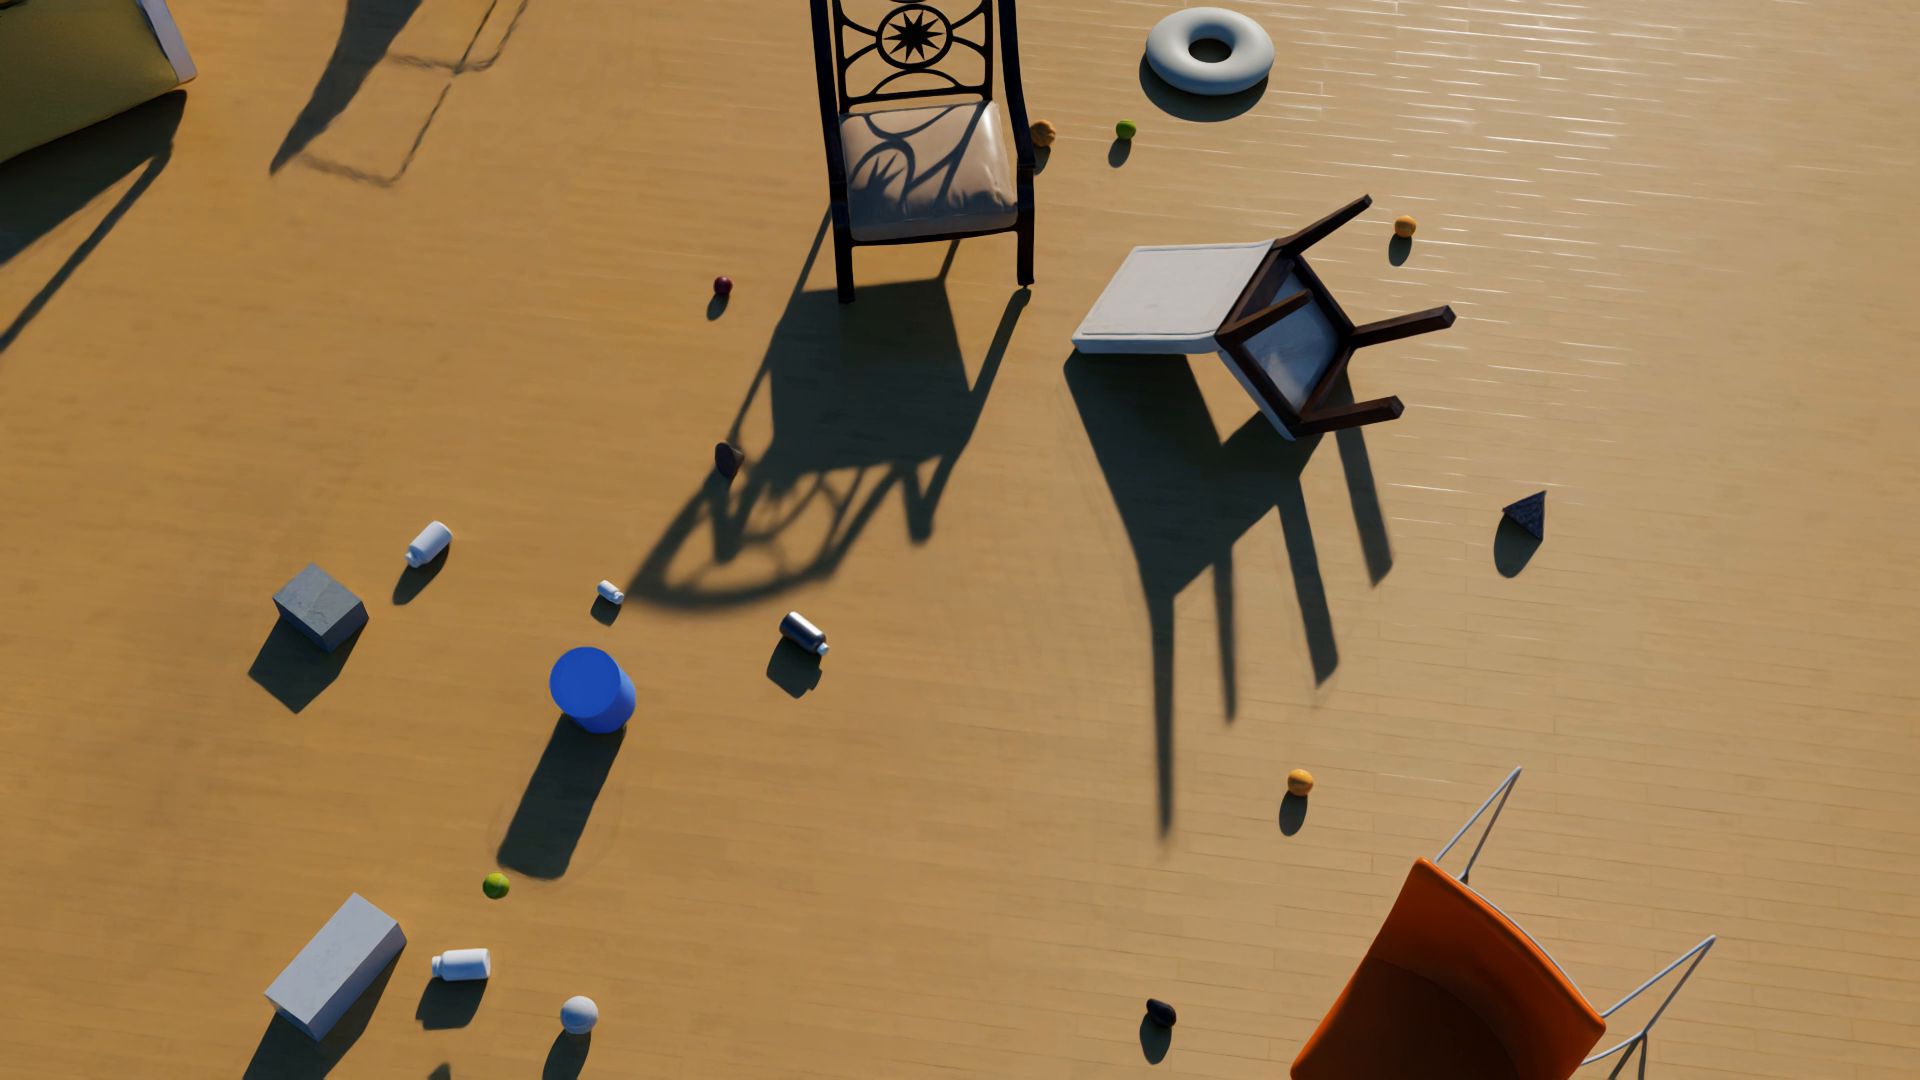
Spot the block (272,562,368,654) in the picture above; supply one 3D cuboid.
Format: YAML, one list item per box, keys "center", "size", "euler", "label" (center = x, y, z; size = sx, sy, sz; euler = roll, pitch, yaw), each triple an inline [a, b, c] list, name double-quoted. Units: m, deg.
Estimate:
- center: [-1.855, 0.196, 6.382]
  size: [0.211, 0.100, 0.155]
  euler: [34, 62, 21]
  label: "block"

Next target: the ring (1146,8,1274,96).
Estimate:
- center: [0.872, -1.707, 7.676]
  size: [0.451, 0.073, 0.417]
  euler: [8, 57, 6]
  label: "ring"

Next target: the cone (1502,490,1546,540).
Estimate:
- center: [1.717, -0.059, 6.580]
  size: [0.144, 0.120, 0.136]
  euler: [-22, 83, -8]
  label: "cone"

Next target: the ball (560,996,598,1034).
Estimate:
- center: [-0.985, 1.230, 5.689]
  size: [0.099, 0.099, 0.099]
  euler: [0, 56, 0]
  label: "ball"

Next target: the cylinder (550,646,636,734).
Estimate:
- center: [-1.025, 0.421, 6.141]
  size: [0.196, 0.201, 0.204]
  euler: [-27, 73, -5]
  label: "cylinder"

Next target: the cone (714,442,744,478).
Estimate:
- center: [-0.689, -0.253, 6.718]
  size: [0.085, 0.109, 0.086]
  euler: [-9, 7, 41]
  label: "cone"

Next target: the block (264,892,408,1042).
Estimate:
- center: [-1.629, 1.116, 5.749]
  size: [0.152, 0.126, 0.340]
  euler: [29, 61, 18]
  label: "block"
